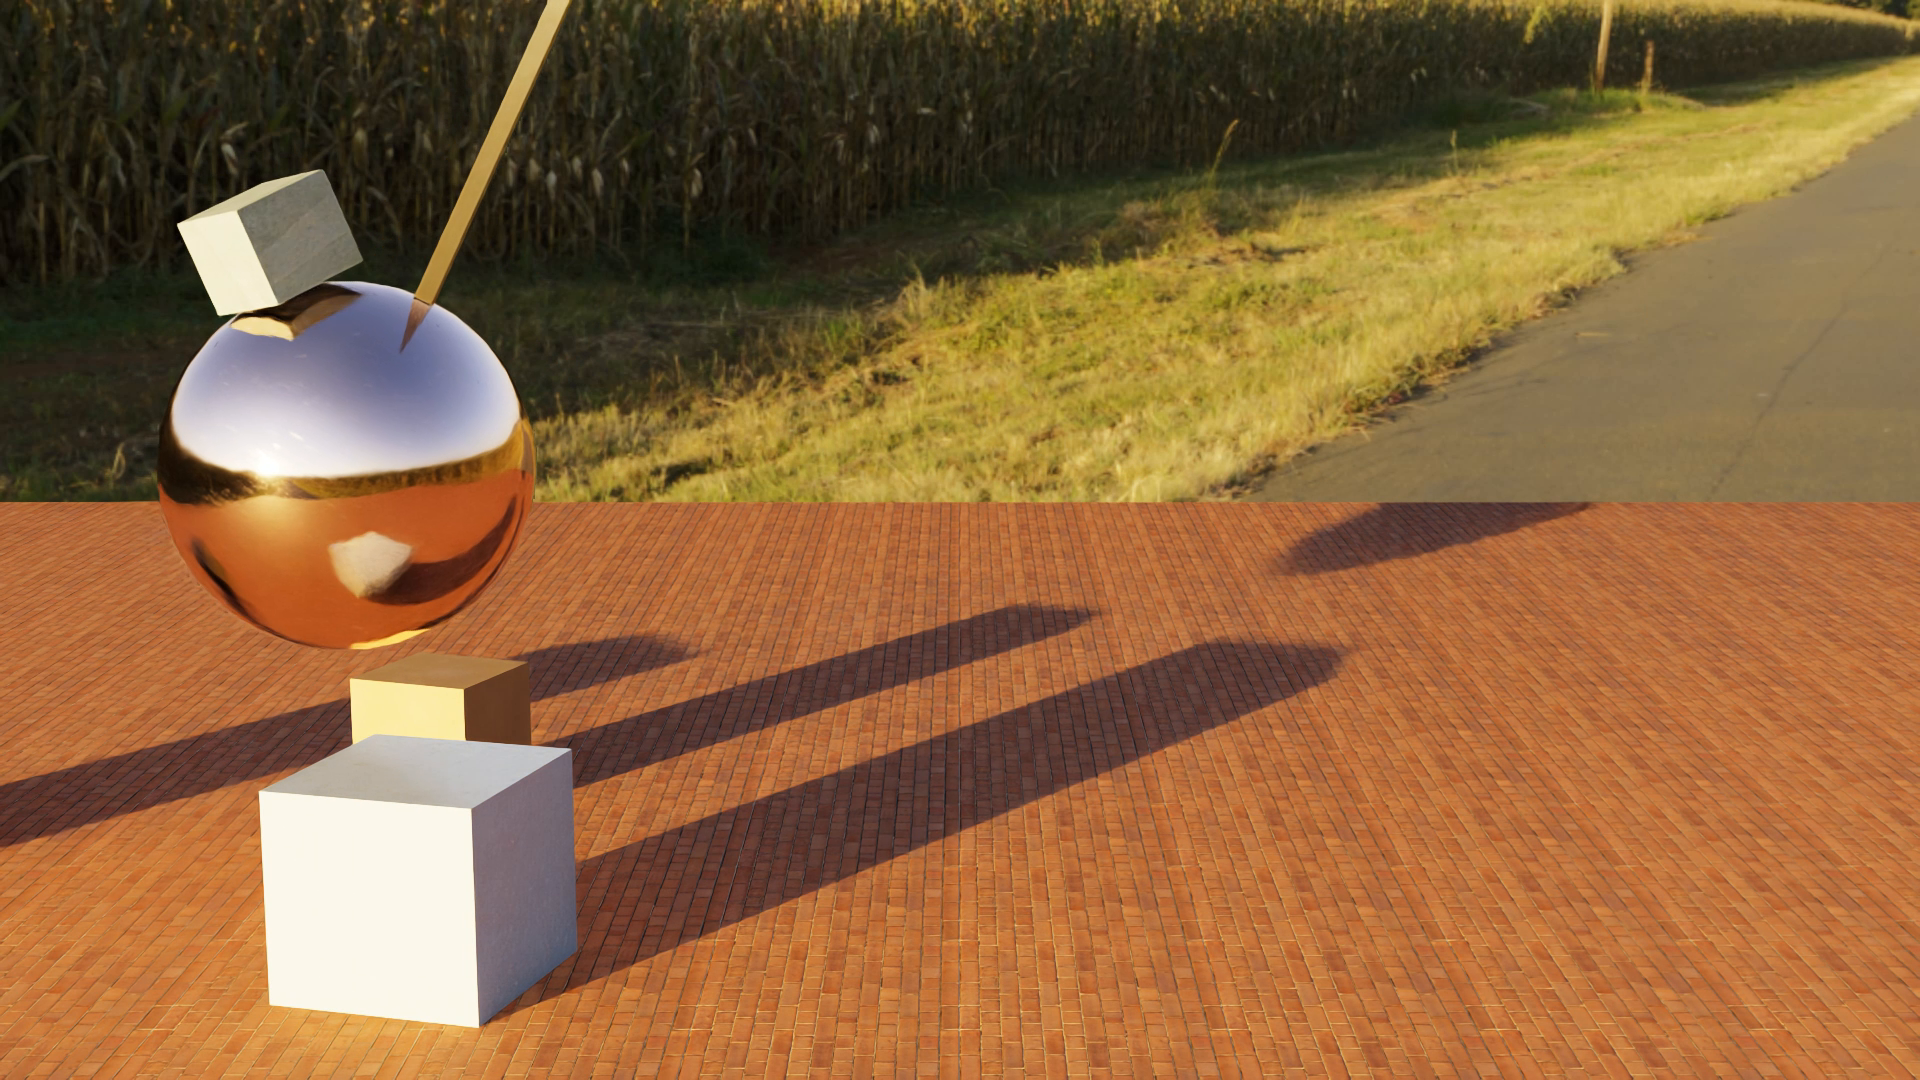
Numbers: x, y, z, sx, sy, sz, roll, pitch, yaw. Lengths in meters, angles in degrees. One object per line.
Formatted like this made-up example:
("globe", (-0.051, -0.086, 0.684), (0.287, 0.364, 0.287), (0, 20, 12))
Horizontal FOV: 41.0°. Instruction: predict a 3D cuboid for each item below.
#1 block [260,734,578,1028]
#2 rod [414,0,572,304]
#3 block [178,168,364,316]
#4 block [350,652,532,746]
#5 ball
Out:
("block", (-2.094, 1.305, 10.028), (0.875, 0.844, 0.889), (3, 11, 16))
("rod", (-1.148, -3.324, 10.576), (0.080, 5.200, 0.080), (26, 9, -5))
("block", (-2.905, -1.254, 10.818), (0.429, 0.420, 0.485), (-4, 25, 40))
("block", (-2.520, 0.952, 12.508), (0.622, 0.651, 0.612), (4, 11, 20))
("ball", (-2.648, -0.322, 11.122), (1.600, 1.600, 1.600), (0, 10, 0))
